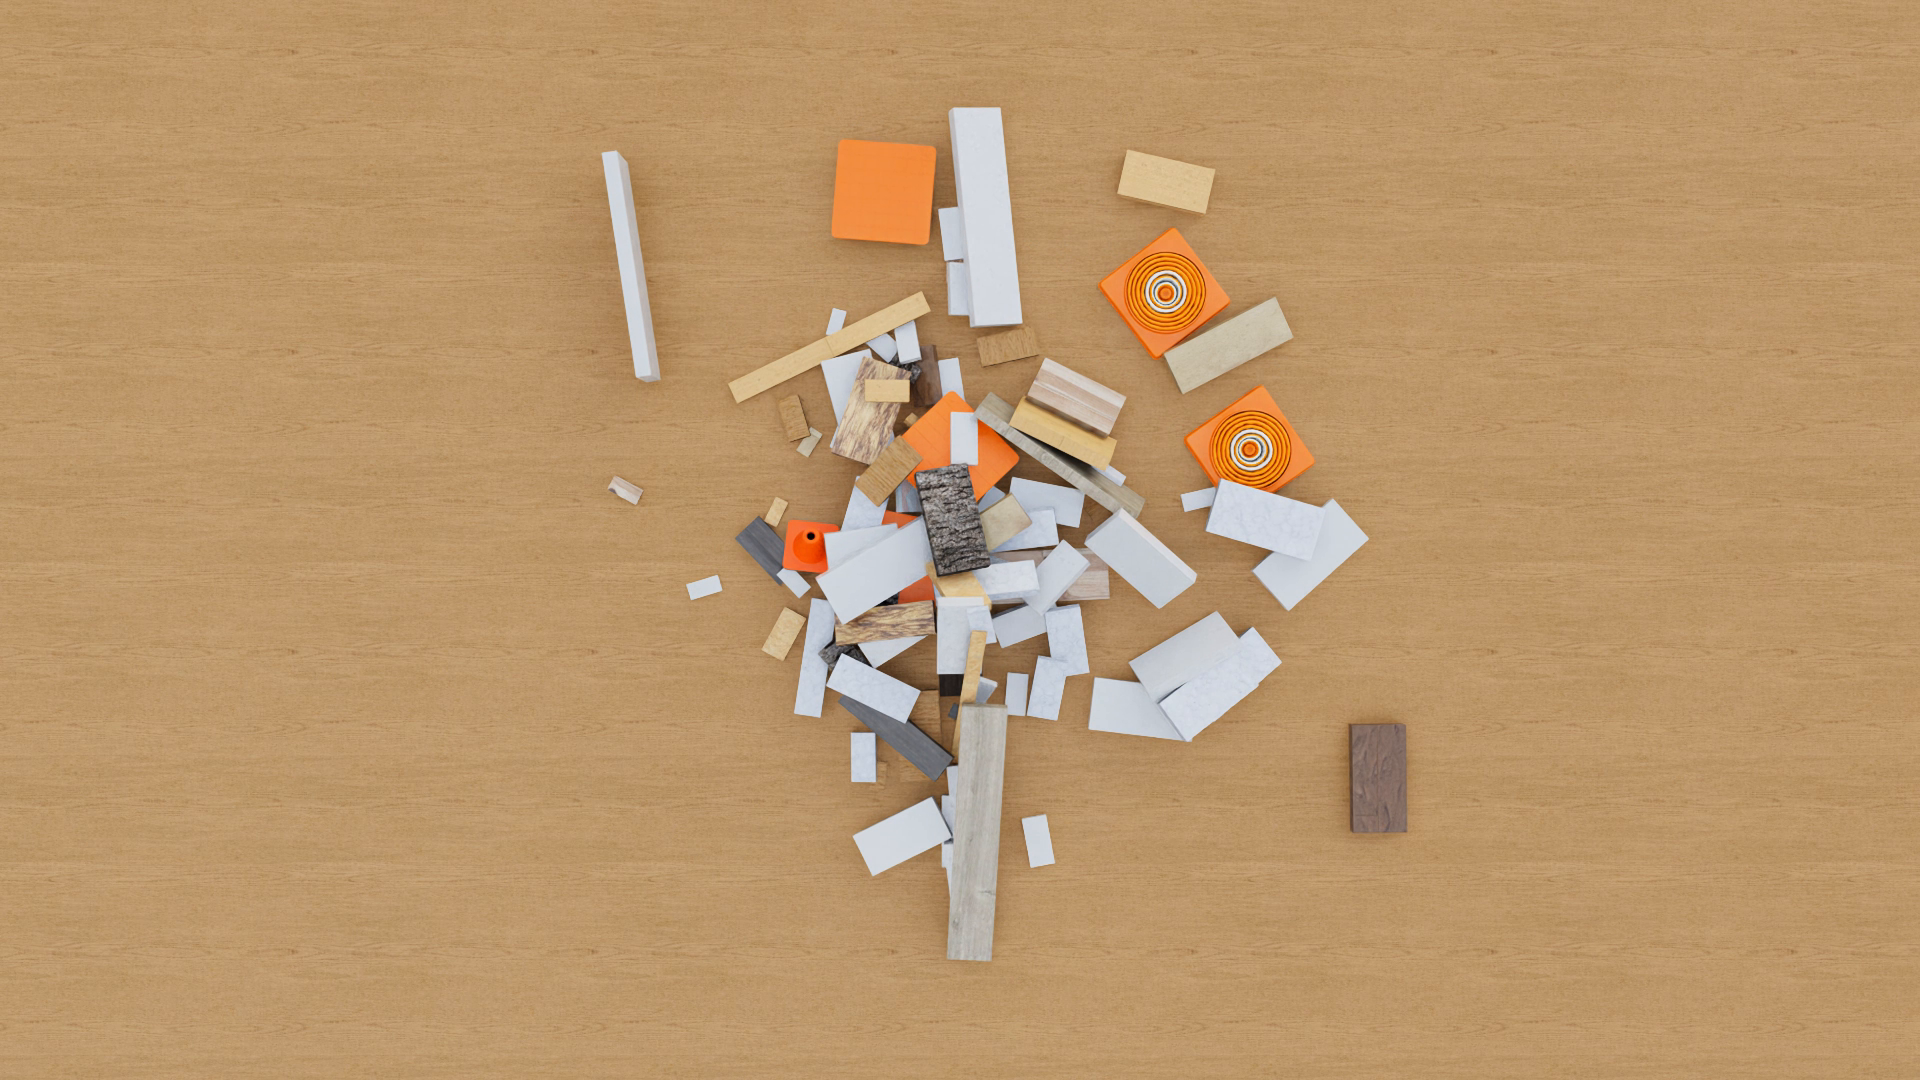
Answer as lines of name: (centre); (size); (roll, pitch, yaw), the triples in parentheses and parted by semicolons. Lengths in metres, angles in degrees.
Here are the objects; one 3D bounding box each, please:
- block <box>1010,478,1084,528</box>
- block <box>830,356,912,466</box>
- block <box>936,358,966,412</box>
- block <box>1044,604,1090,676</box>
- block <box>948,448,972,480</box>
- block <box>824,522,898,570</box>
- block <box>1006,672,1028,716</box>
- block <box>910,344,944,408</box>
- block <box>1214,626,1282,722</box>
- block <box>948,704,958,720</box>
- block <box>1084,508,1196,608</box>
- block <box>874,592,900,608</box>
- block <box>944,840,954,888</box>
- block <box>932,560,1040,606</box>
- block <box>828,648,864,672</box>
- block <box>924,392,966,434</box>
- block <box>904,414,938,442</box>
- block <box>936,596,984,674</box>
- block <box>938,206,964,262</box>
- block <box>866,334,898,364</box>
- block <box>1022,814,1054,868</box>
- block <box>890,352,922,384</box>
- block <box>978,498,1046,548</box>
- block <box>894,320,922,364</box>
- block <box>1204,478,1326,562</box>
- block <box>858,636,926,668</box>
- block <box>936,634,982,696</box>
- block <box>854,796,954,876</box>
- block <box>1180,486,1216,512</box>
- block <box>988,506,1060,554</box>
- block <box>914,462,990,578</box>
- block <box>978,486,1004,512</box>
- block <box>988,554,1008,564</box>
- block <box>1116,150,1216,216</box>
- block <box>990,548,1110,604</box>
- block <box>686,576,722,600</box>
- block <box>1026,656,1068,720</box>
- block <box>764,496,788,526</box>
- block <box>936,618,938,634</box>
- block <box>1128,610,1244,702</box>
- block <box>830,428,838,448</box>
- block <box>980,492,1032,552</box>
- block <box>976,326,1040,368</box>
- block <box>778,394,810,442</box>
block: (0.282, -0.124, 5.448); (0.246, 0.035, 0.123); (11, 89, 0)
block: (-0.291, -0.417, 5.411); (0.167, 0.047, 0.334); (18, 84, -3)
block: (-0.039, -0.501, 5.486); (0.097, 0.028, 0.194); (-9, 90, 0)
block: (0.352, 0.334, 5.447); (0.117, 0.033, 0.235); (-10, 108, 0)
block: (0.000, -0.226, 5.466); (0.081, 0.023, 0.161); (-1, 90, 0)
block: (-0.318, 0.022, 5.377); (0.240, 0.034, 0.120); (-9, 99, -11)
block: (0.188, 0.513, 5.490); (0.069, 0.020, 0.139); (5, 90, 0)
block: (-0.116, -0.543, 5.467); (0.097, 0.028, 0.194); (-8, 90, 26)
block: (0.898, 0.444, 5.451); (0.305, 0.043, 0.153); (-39, 91, -10)
block: (0.013, 0.585, 5.493); (0.097, 0.014, 0.049); (25, 90, 0)
block: (0.591, 0.062, 5.398); (0.340, 0.048, 0.170); (41, 127, -11)
block: (-0.264, 0.247, 5.435); (0.108, 0.031, 0.217); (7, 100, 0)
block: (0.019, 1.106, 5.454); (0.118, 0.034, 0.237); (-6, 102, 1)
block: (0.082, 0.140, 5.342); (0.336, 0.034, 0.121); (-6, 51, -5)
block: (-0.415, 0.394, 5.488); (0.175, 0.025, 0.087); (10, 90, 0)
block: (-0.051, -0.419, 5.463); (0.146, 0.015, 0.054); (-42, 94, 3)
block: (-0.132, -0.373, 5.474); (0.108, 0.054, 0.015); (39, 128, 0)
block: (0.000, 0.303, 5.205); (0.143, 0.040, 0.285); (0, 128, -2)
block: (-0.018, -1.014, 5.464); (0.085, 0.024, 0.171); (-7, 90, 0)
block: (-0.267, -0.661, 5.490); (0.140, 0.020, 0.070); (42, 90, 0)
block: (0.260, 1.000, 5.488); (0.081, 0.023, 0.163); (-10, 90, 0)
block: (-0.180, -0.574, 5.470); (0.108, 0.015, 0.054); (42, 109, 16)
block: (0.176, -0.056, 5.483); (0.246, 0.035, 0.123); (10, 90, 0)
block: (-0.173, -0.654, 5.458); (0.070, 0.020, 0.140); (-14, 67, 9)
block: (1.002, -0.066, 5.420); (0.356, 0.050, 0.178); (16, 92, 0)
block: (-0.219, 0.317, 5.414); (0.220, 0.031, 0.110); (-32, 97, 6)
block: (0.001, 0.409, 5.379); (0.143, 0.285, 0.040); (-2, 49, 0)
block: (-0.188, 0.979, 5.460); (0.295, 0.042, 0.148); (-27, 87, 6)
block: (0.798, -0.136, 5.492); (0.117, 0.017, 0.059); (-13, 90, 0)
block: (0.195, -0.033, 5.429); (0.246, 0.035, 0.123); (-7, 111, 7)
block: (-0.025, -0.065, 5.308); (0.171, 0.049, 0.343); (-11, 80, -11)
block: (0.097, -0.121, 5.457); (0.056, 0.016, 0.112); (33, 90, 0)
block: (0.063, 0.092, 5.449); (0.203, 0.029, 0.101); (19, 96, 19)
block: (0.683, -1.186, 5.479); (0.299, 0.042, 0.149); (13, 90, 0)
block: (0.296, 0.118, 5.476); (0.390, 0.048, 0.170); (-3, 90, 0)
block: (-0.850, 0.158, 5.492); (0.108, 0.015, 0.054); (-17, 90, 0)
block: (0.290, 0.490, 5.458); (0.102, 0.029, 0.204); (10, 106, 0)
block: (-0.611, -0.094, 5.494); (0.045, 0.013, 0.091); (26, 90, 0)
block: (-0.002, 0.296, 5.357); (0.143, 0.285, 0.040); (-3, 76, 0)
block: (0.740, 0.380, 5.417); (0.340, 0.170, 0.048); (-30, 126, 0)
block: (-0.376, -0.362, 5.490); (0.070, 0.020, 0.140); (21, 90, 0)
block: (0.102, -0.039, 5.386); (0.241, 0.034, 0.121); (-33, 104, 10)
block: (0.158, -0.643, 5.486); (0.194, 0.028, 0.097); (-12, 90, 0)
block: (-0.551, -0.405, 5.483); (0.072, 0.020, 0.144); (-17, 86, 3)
